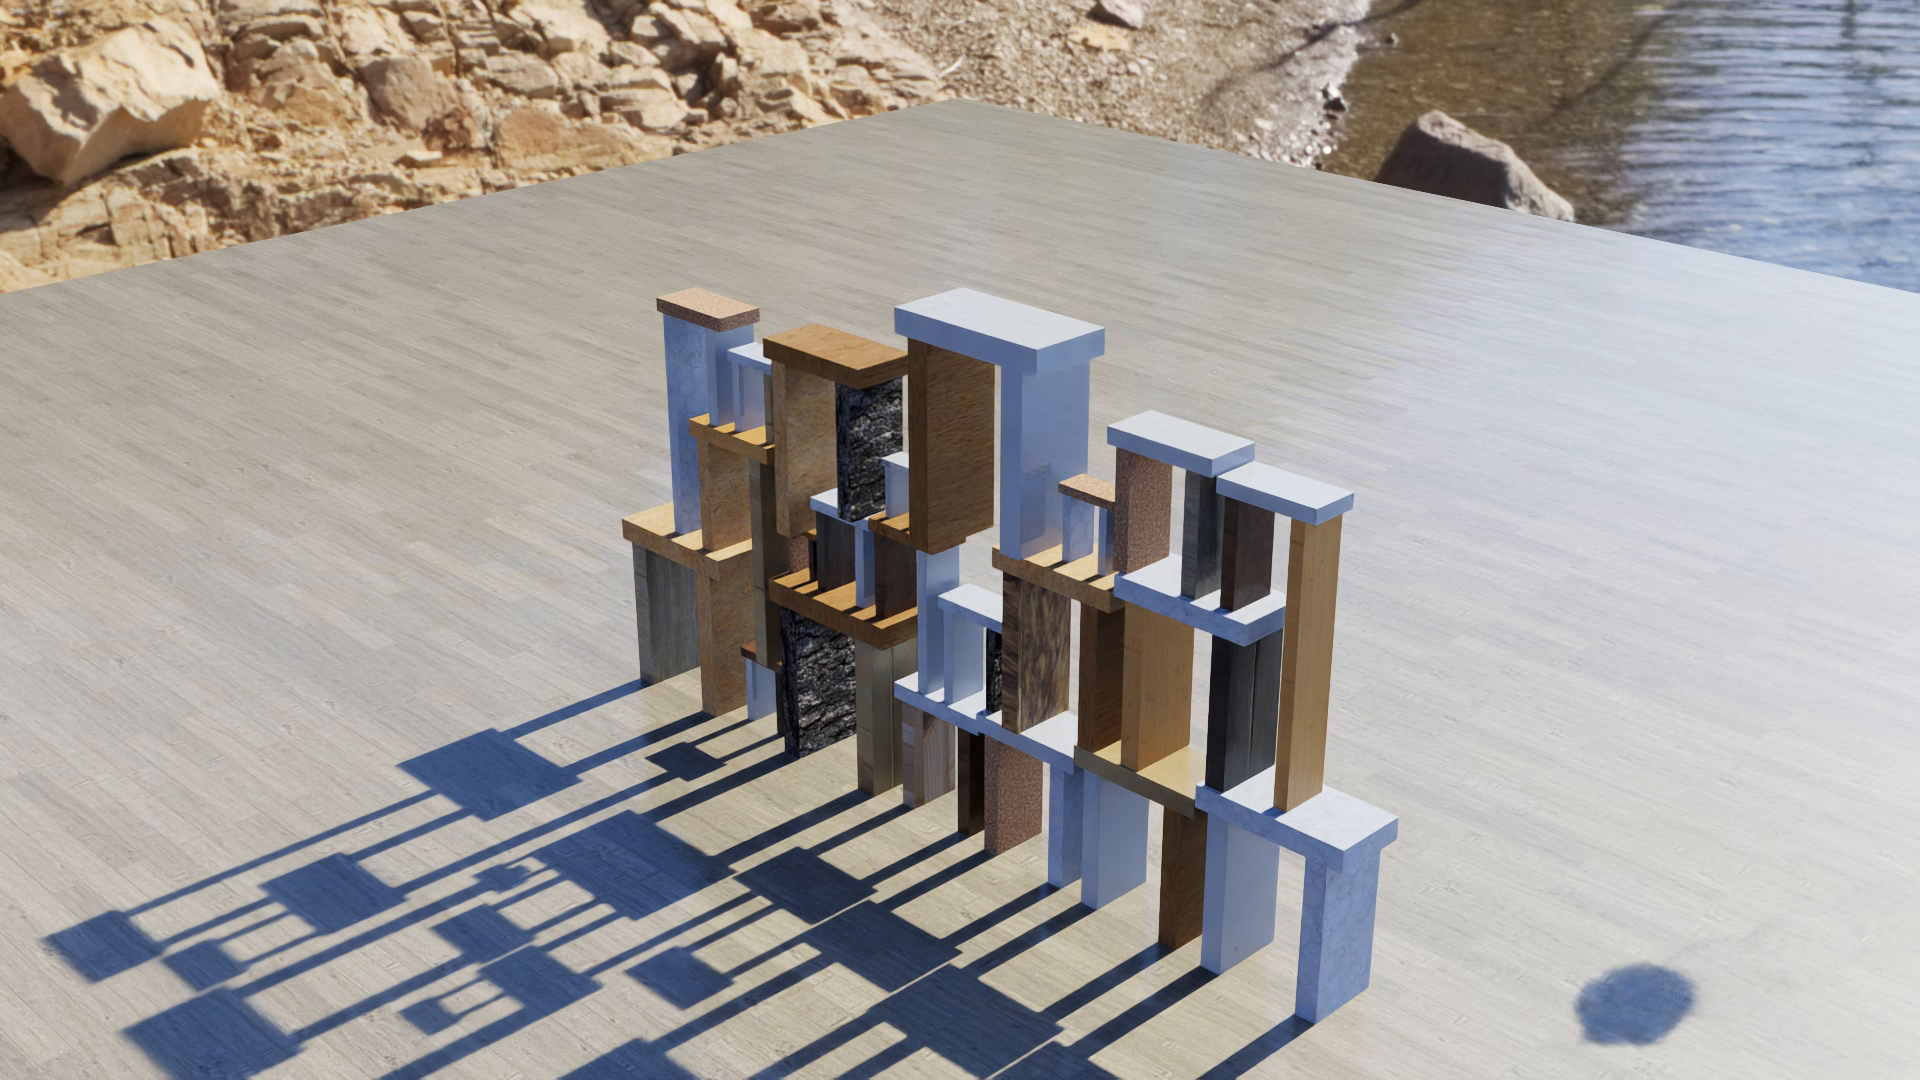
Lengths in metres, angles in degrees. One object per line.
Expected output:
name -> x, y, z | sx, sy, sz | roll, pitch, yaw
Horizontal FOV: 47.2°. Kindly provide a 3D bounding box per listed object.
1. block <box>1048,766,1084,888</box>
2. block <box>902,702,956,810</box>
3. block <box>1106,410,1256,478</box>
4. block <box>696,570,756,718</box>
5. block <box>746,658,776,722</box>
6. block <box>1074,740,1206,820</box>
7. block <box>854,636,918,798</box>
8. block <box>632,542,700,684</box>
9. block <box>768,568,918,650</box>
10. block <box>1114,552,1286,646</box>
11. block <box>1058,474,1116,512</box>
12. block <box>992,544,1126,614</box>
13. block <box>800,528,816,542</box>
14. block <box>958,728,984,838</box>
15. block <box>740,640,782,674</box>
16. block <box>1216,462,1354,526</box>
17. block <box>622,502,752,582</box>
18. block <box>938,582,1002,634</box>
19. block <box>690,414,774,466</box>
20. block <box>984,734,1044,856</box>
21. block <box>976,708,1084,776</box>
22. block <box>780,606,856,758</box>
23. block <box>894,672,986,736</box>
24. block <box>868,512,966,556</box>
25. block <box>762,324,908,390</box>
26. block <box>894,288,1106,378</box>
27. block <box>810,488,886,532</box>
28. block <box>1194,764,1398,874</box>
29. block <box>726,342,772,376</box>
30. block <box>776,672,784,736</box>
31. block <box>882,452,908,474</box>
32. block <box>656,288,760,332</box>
block -> 0.226, 0.525, 4.196 | 0.036, 0.256, 0.128 | 21, 31, 41
block -> -0.063, 0.418, 4.473 | 0.033, 0.236, 0.118 | 21, 31, 41
block -> 0.375, -0.165, 3.749 | 0.230, 0.033, 0.115 | 21, 31, 40
block -> -0.493, 0.206, 4.844 | 0.048, 0.337, 0.169 | 21, 31, 41
block -> -0.433, 0.316, 4.824 | 0.021, 0.149, 0.075 | 21, 31, 41
block -> 0.360, 0.414, 4.002 | 0.143, 0.040, 0.285 | -21, 31, -41
block -> -0.133, 0.339, 4.520 | 0.049, 0.345, 0.172 | 21, 31, 41
block -> -0.652, 0.143, 4.991 | 0.048, 0.338, 0.169 | 21, 31, 41
block -> -0.215, 0.127, 4.518 | 0.345, 0.049, 0.172 | 21, 31, 41
block -> 0.424, 0.099, 3.809 | 0.291, 0.041, 0.145 | 21, 31, 41
block -> 0.245, -0.085, 3.925 | 0.065, 0.018, 0.130 | -21, 31, -40
block -> 0.213, 0.051, 4.012 | 0.145, 0.041, 0.290 | -21, 31, -41
block -> -0.313, -0.024, 4.546 | 0.048, 0.014, 0.096 | -21, 31, -40
block -> 0.048, 0.462, 4.371 | 0.033, 0.236, 0.118 | 21, 31, 41
block -> -0.398, 0.251, 4.759 | 0.075, 0.021, 0.149 | -21, 31, -41
block -> 0.533, -0.078, 3.616 | 0.203, 0.029, 0.102 | 21, 31, 40
block -> -0.573, -0.003, 4.842 | 0.337, 0.048, 0.169 | 21, 31, 41
block -> 0.048, 0.131, 4.231 | 0.173, 0.024, 0.086 | 21, 31, 41
block -> -0.438, -0.221, 4.604 | 0.126, 0.036, 0.252 | -21, 31, -41
block -> 0.106, 0.478, 4.307 | 0.036, 0.256, 0.128 | 21, 31, 41
block -> 0.166, 0.367, 4.194 | 0.256, 0.036, 0.128 | 21, 31, 41
block -> -0.296, 0.276, 4.669 | 0.049, 0.345, 0.172 | 21, 31, 41
block -> -0.007, 0.316, 4.370 | 0.236, 0.033, 0.118 | 21, 31, 41
block -> -0.085, -0.020, 4.302 | 0.091, 0.026, 0.182 | -21, 31, -41
block -> -0.243, -0.363, 4.327 | 0.141, 0.040, 0.283 | -21, 31, -40
block -> 0.069, -0.381, 3.992 | 0.180, 0.051, 0.359 | -21, 31, -41
block -> -0.211, -0.063, 4.425 | 0.174, 0.025, 0.087 | 22, 31, 40
block -> 0.578, 0.468, 3.793 | 0.157, 0.045, 0.315 | -21, 31, -41
block -> -0.399, -0.370, 4.498 | 0.075, 0.021, 0.150 | -21, 31, -41
block -> -0.362, 0.344, 4.760 | 0.021, 0.149, 0.075 | 21, 31, 41
block -> -0.097, -0.145, 4.275 | 0.105, 0.015, 0.053 | 21, 31, 40
block -> -0.527, -0.482, 4.596 | 0.105, 0.030, 0.211 | -22, 31, -40
